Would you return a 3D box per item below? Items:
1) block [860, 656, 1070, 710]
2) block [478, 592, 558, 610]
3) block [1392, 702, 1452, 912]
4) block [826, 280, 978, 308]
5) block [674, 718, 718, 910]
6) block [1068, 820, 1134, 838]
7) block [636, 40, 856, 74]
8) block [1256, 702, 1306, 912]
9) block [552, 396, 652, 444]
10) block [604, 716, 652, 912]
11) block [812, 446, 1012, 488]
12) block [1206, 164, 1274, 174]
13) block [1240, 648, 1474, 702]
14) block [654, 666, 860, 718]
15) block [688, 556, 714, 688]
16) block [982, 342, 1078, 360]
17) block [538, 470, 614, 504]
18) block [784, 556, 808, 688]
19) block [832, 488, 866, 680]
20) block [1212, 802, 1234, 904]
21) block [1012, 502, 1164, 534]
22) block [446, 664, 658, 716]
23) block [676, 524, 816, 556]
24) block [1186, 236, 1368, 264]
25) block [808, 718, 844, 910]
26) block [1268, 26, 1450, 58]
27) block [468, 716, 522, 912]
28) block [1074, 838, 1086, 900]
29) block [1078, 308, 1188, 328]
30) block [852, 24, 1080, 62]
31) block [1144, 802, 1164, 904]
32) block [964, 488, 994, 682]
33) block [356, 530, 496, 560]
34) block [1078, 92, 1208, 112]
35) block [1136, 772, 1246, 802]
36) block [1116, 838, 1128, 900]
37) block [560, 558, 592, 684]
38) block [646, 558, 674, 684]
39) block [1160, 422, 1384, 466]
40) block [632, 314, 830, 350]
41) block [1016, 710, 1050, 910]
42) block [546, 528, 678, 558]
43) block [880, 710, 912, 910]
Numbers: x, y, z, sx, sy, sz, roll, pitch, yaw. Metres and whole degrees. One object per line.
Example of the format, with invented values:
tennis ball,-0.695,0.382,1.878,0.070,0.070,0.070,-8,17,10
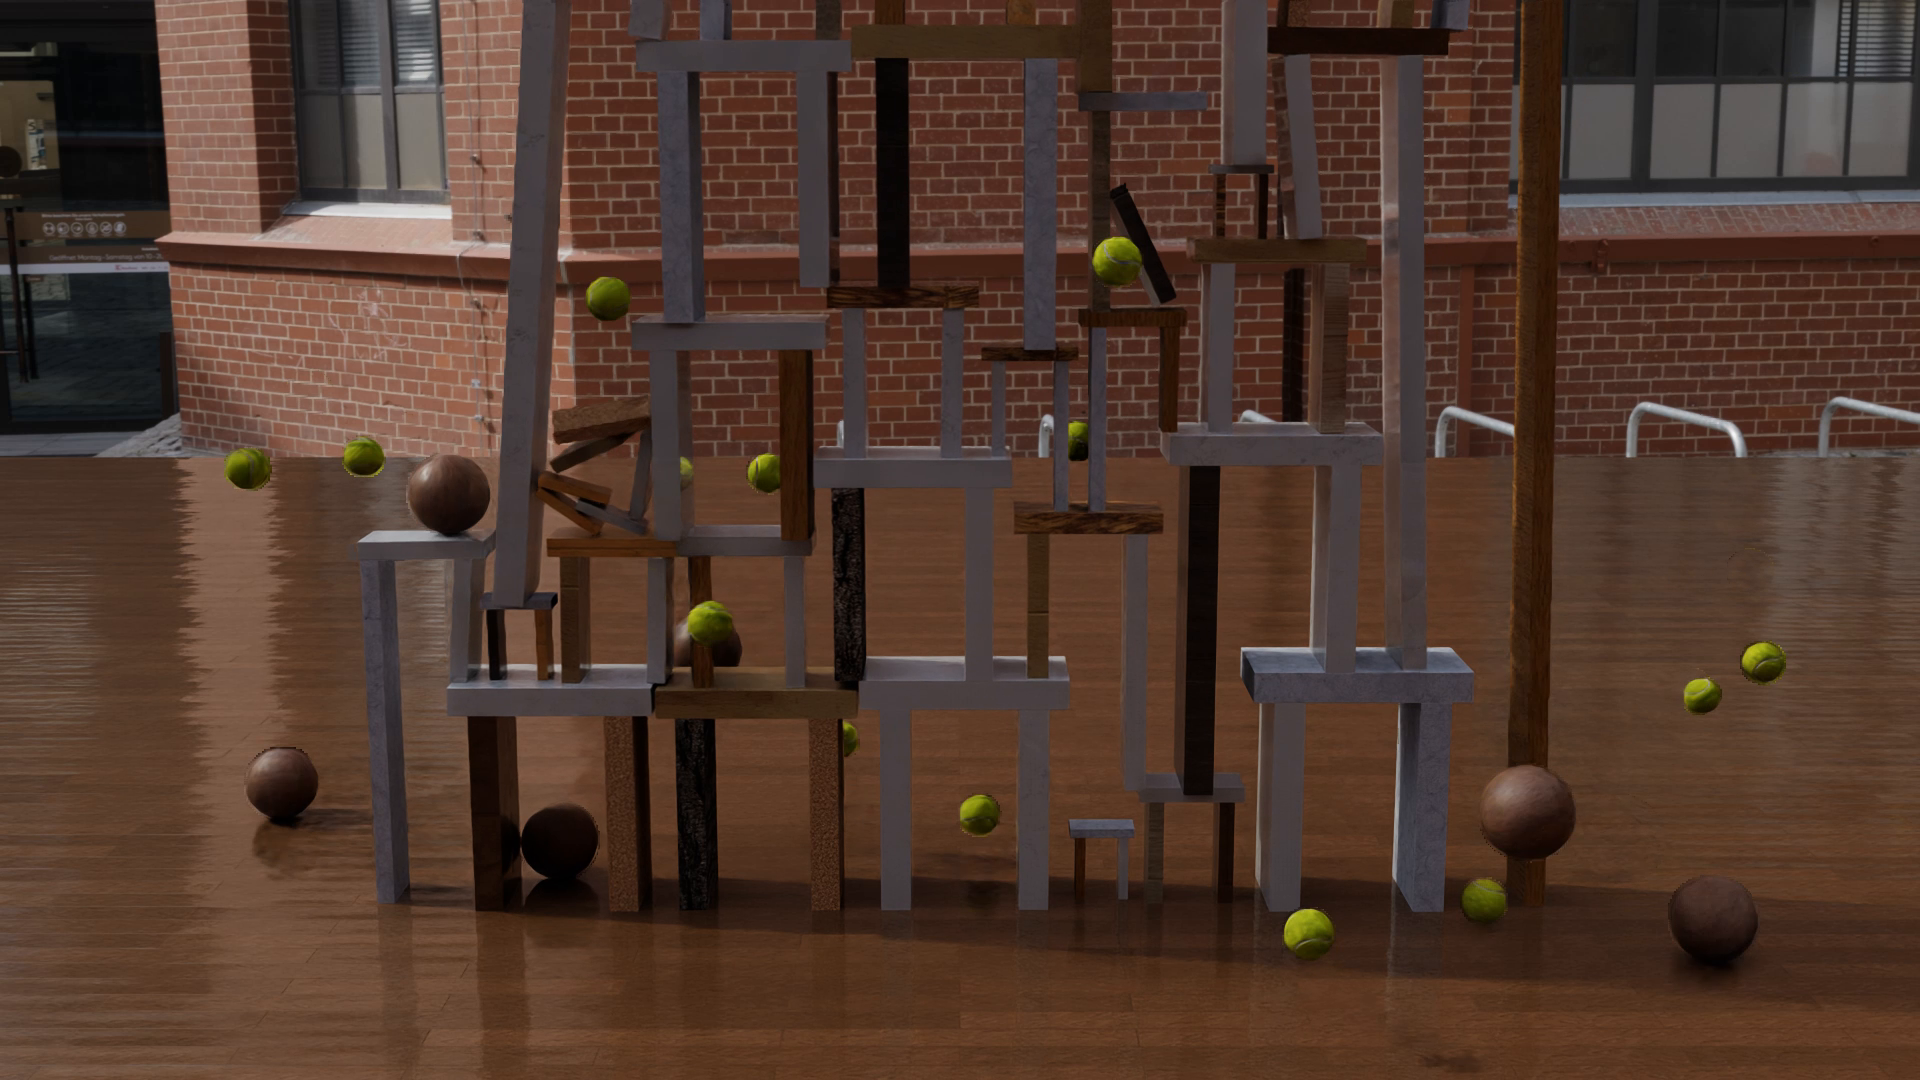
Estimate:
block,0.007,0.234,3.608,0.338,0.048,0.169,0,11,0
block,-0.718,0.099,3.577,0.117,0.017,0.058,0,11,0
block,0.763,0.417,3.638,0.050,0.351,0.175,0,11,0
block,-0.089,-0.389,3.482,0.237,0.034,0.118,0,11,0
block,-0.435,0.431,3.640,0.046,0.323,0.162,0,11,0
block,0.235,0.478,3.647,0.106,0.015,0.053,0,11,0
block,-0.329,-0.749,3.411,0.327,0.046,0.163,0,11,-1
block,0.529,0.417,3.638,0.050,0.351,0.175,0,11,0
block,-0.567,-0.191,3.493,0.156,0.022,0.078,-10,30,-6
block,-0.548,0.429,3.636,0.046,0.328,0.164,0,11,0
block,-0.074,-0.118,3.535,0.313,0.044,0.157,0,11,0
block,0.440,-0.582,3.452,0.099,0.014,0.050,0,10,0
block,0.646,0.220,3.601,0.351,0.050,0.175,0,11,0
block,-0.327,0.250,3.607,0.323,0.046,0.162,0,11,0
block,-0.421,0.123,3.574,0.031,0.216,0.108,-2,11,-9
block,0.111,-0.300,3.497,0.152,0.022,0.076,0,11,0
block,-0.621,-0.085,3.553,0.116,0.016,0.058,15,10,-7
block,-0.267,0.123,3.571,0.031,0.216,0.108,0,11,-2
block,-0.179,0.057,3.569,0.044,0.313,0.157,0,11,0
block,0.437,0.506,3.650,0.024,0.173,0.086,0,11,0
block,0.205,-0.037,3.550,0.236,0.033,0.118,0,11,0
block,-0.658,0.245,3.604,0.328,0.046,0.164,0,11,0
block,-0.344,0.000,3.556,0.216,0.031,0.108,0,11,1
block,0.498,-0.460,3.476,0.266,0.038,0.133,0,11,0
block,-0.220,0.431,3.640,0.046,0.323,0.162,0,11,0
block,0.605,-0.772,3.412,0.278,0.039,0.139,1,11,0
block,-0.769,0.429,3.638,0.046,0.328,0.164,0,11,-1
block,0.199,0.538,3.658,0.015,0.106,0.053,0,11,0
block,0.274,-0.354,3.494,0.166,0.023,0.083,0,10,0
block,0.008,-0.771,3.413,0.347,0.049,0.173,0,11,0
block,0.322,0.506,3.650,0.024,0.173,0.086,0,11,0
block,0.030,0.057,3.569,0.044,0.313,0.157,0,11,0
block,-0.862,0.007,3.564,0.203,0.029,0.101,-1,11,1
block,0.284,-0.686,3.440,0.195,0.028,0.098,0,10,0
block,0.379,0.409,3.632,0.173,0.024,0.086,0,11,0
block,0.270,0.538,3.658,0.015,0.106,0.053,0,11,0
block,-0.626,0.120,3.582,0.029,0.207,0.103,1,11,1
block,-0.487,0.121,3.582,0.029,0.207,0.104,2,11,0
block,0.496,-0.155,3.527,0.334,0.047,0.167,0,11,0
block,-0.360,-0.330,3.488,0.301,0.043,0.150,0,11,0
block,0.120,0.423,3.643,0.048,0.338,0.169,0,10,0
block,-0.555,0.004,3.561,0.207,0.029,0.104,0,11,1
block,-0.105,0.423,3.643,0.048,0.338,0.169,0,11,0
